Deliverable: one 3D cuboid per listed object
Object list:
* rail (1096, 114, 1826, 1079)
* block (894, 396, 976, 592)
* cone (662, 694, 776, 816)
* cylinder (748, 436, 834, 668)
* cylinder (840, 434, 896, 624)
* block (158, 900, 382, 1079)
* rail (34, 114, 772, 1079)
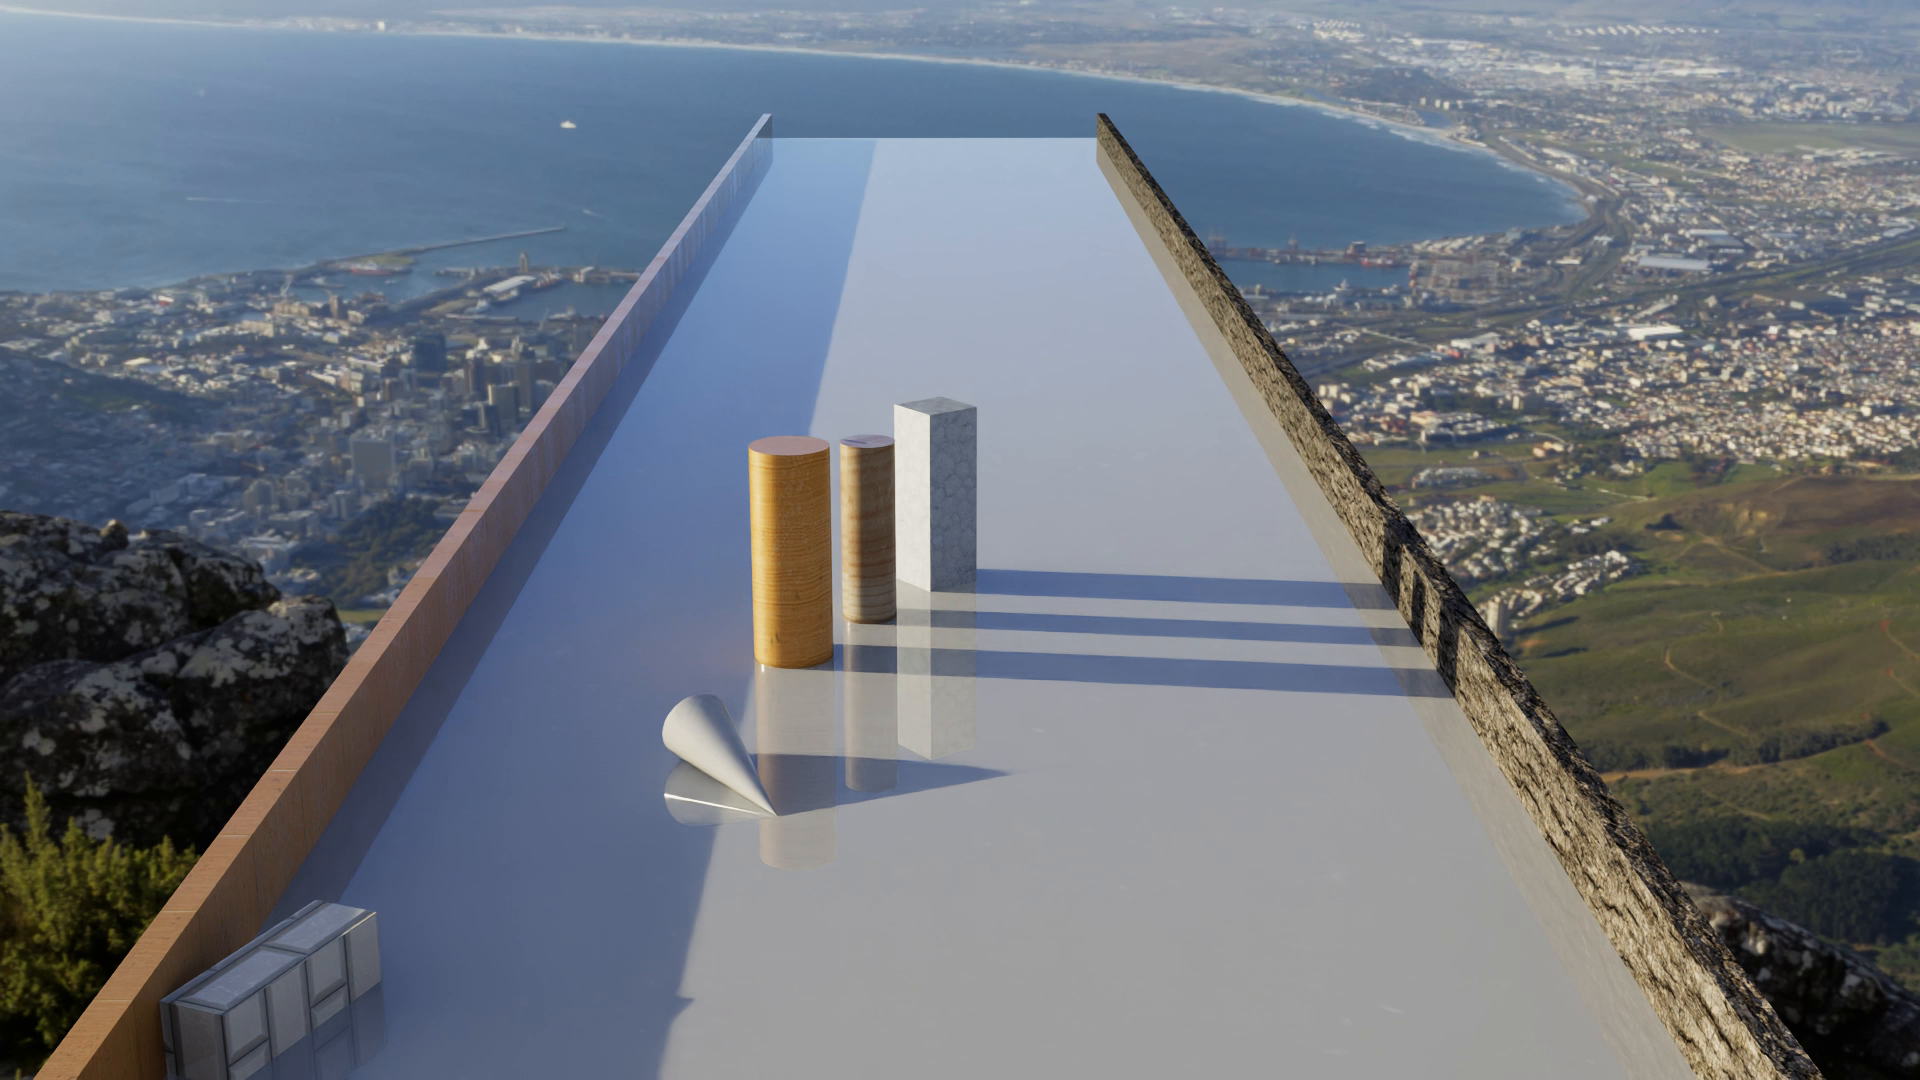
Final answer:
[{"bbox_3d":[0.932,-0.844,7.801,0.050,0.150,12.000,0,17,-1],"label":"rail"},{"bbox_3d":[-0.054,-0.103,4.873,0.129,0.399,0.129,-12,21,-36],"label":"block"},{"bbox_3d":[-0.387,0.396,3.786,0.128,0.128,0.313,-10,31,-31],"label":"cone"},{"bbox_3d":[-0.336,0.024,4.380,0.160,0.437,0.160,0,17,0],"label":"cylinder"},{"bbox_3d":[-0.193,-0.022,4.631,0.116,0.383,0.116,0,17,0],"label":"cylinder"},{"bbox_3d":[-0.929,0.611,2.988,0.105,0.105,0.320,7,18,21],"label":"block"},{"bbox_3d":[-1.118,-0.838,7.780,0.050,0.150,12.000,0,17,-1],"label":"rail"}]
